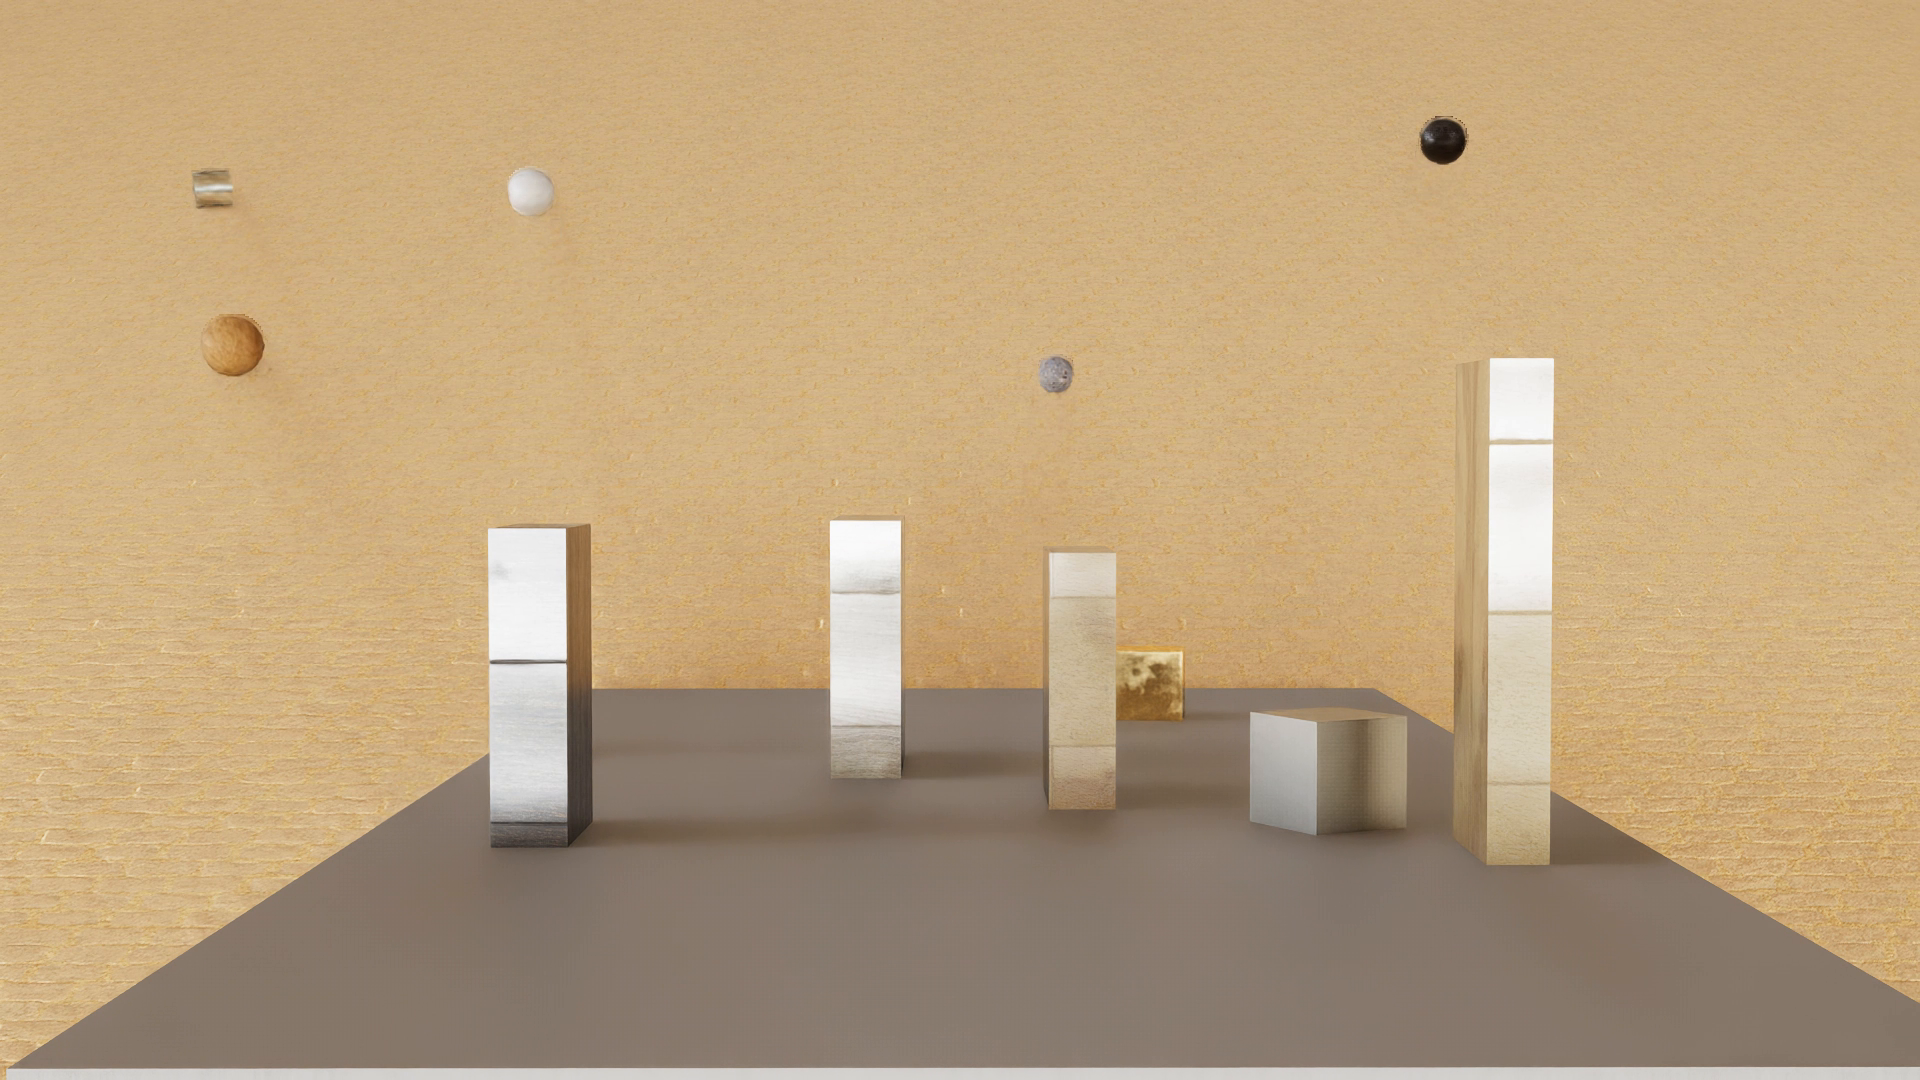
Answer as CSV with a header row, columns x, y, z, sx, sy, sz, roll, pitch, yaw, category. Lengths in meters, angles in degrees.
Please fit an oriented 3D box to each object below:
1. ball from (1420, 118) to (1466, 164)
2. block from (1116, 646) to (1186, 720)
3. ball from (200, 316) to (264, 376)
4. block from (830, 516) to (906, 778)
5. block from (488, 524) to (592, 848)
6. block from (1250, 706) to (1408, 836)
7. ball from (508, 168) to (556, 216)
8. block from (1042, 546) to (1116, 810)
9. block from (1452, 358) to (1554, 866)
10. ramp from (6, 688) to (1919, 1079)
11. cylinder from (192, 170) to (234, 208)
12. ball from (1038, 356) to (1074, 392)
x,y,z,sx,sy,sz,roll,pitch,yaw,category
2.116,-1.746,11.281,0.200,0.200,0.200,0,24,0,ball
0.430,0.324,5.847,0.156,0.156,0.156,0,2,7,block
-2.501,-0.667,8.854,0.209,0.209,0.209,0,24,0,ball
-0.175,0.196,4.957,0.130,0.477,0.395,0,2,0,block
-0.661,0.222,4.075,0.118,0.489,0.272,0,2,0,block
0.597,0.372,4.183,0.180,0.180,0.180,-1,2,-29,block
-1.758,-1.425,10.571,0.193,0.193,0.193,0,24,0,ball
0.207,0.233,4.511,0.112,0.434,0.320,0,2,0,block
0.818,0.102,3.892,0.092,0.741,0.258,0,2,0,block
0.055,0.499,4.546,2.000,0.100,4.000,0,2,0,ramp
-3.105,-1.459,10.699,0.148,0.148,0.148,-9,26,-19,cylinder
0.324,-0.560,8.719,0.123,0.123,0.123,0,24,0,ball
